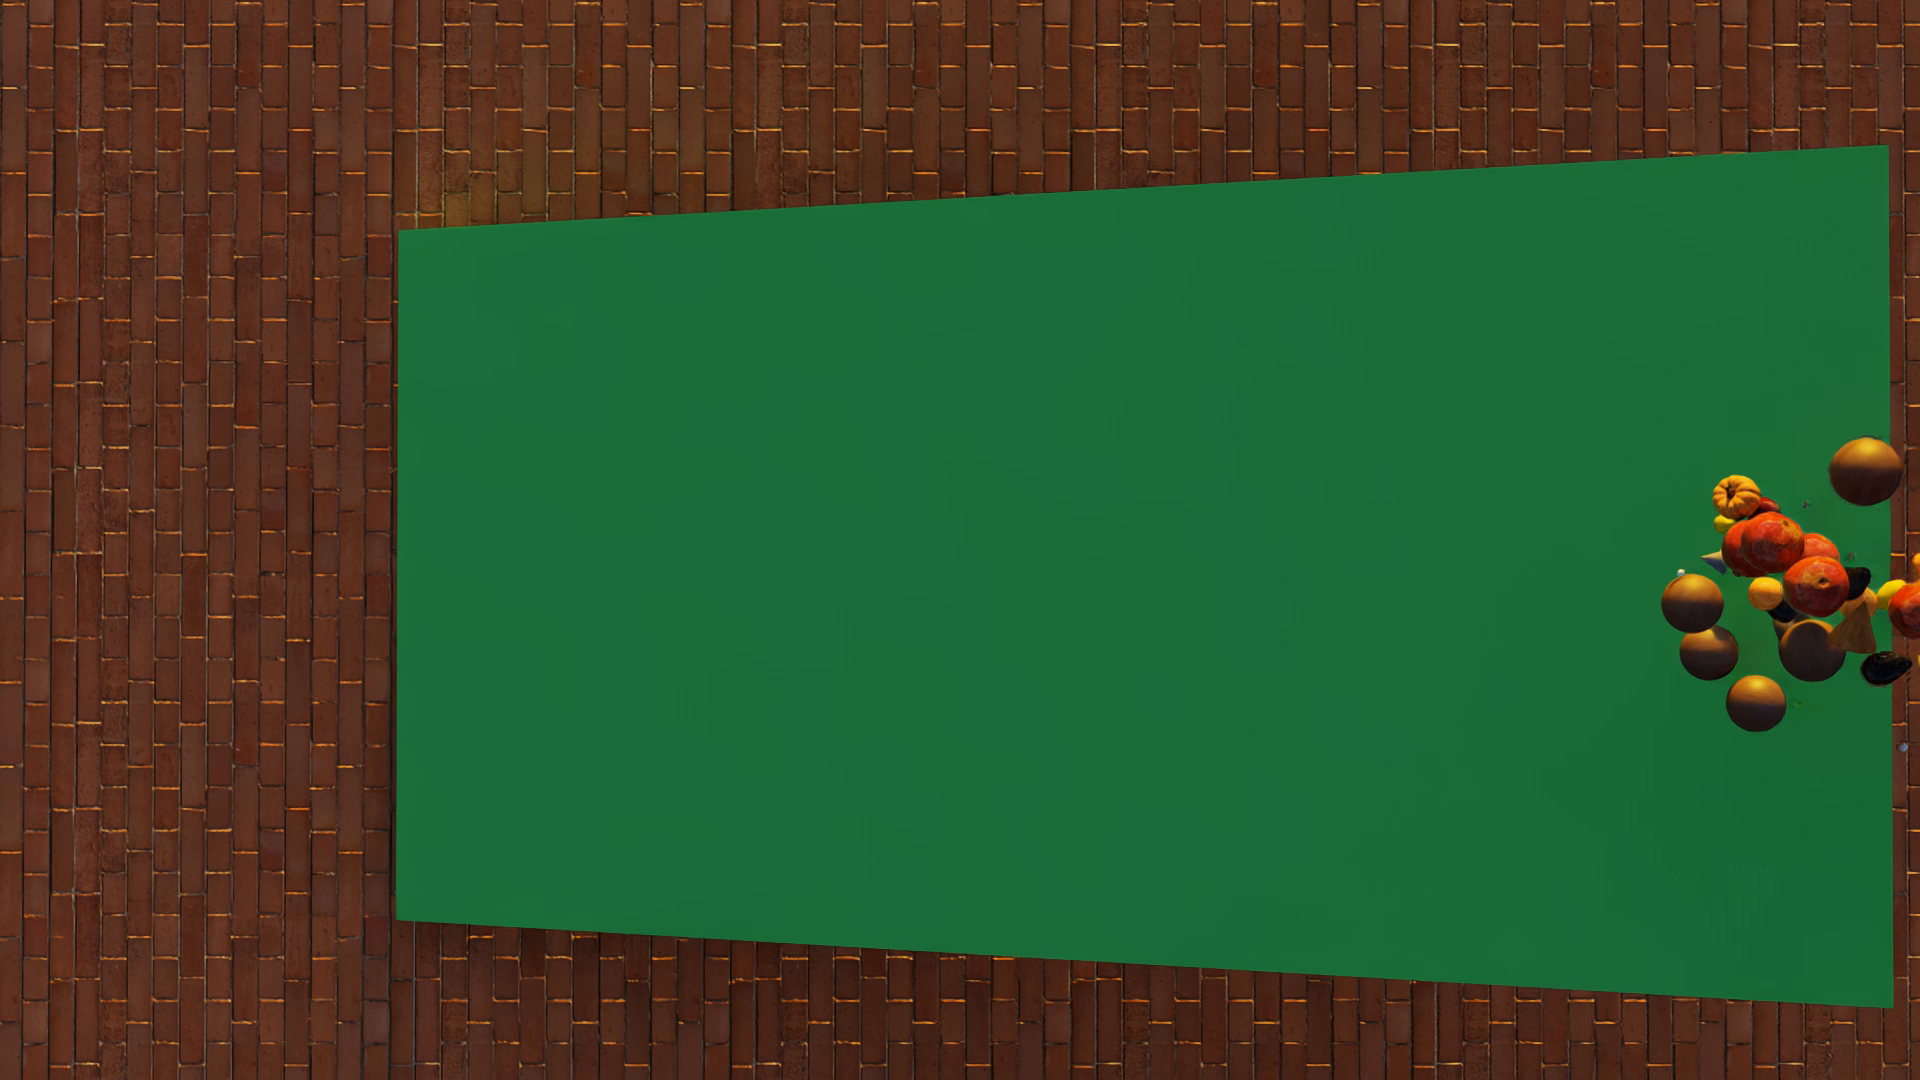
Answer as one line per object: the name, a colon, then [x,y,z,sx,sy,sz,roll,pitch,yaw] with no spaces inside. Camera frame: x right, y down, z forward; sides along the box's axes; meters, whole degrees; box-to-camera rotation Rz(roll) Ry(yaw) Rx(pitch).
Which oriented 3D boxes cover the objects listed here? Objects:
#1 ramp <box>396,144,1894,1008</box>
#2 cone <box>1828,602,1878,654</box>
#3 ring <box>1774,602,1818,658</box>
ramp: [0.278,0.091,5.781,4.000,0.100,2.000,0,89,19]
cone: [1.725,0.156,4.223,0.092,0.092,0.092,6,113,0]
ring: [1.902,0.205,5.004,0.045,0.135,0.135,-33,89,44]
